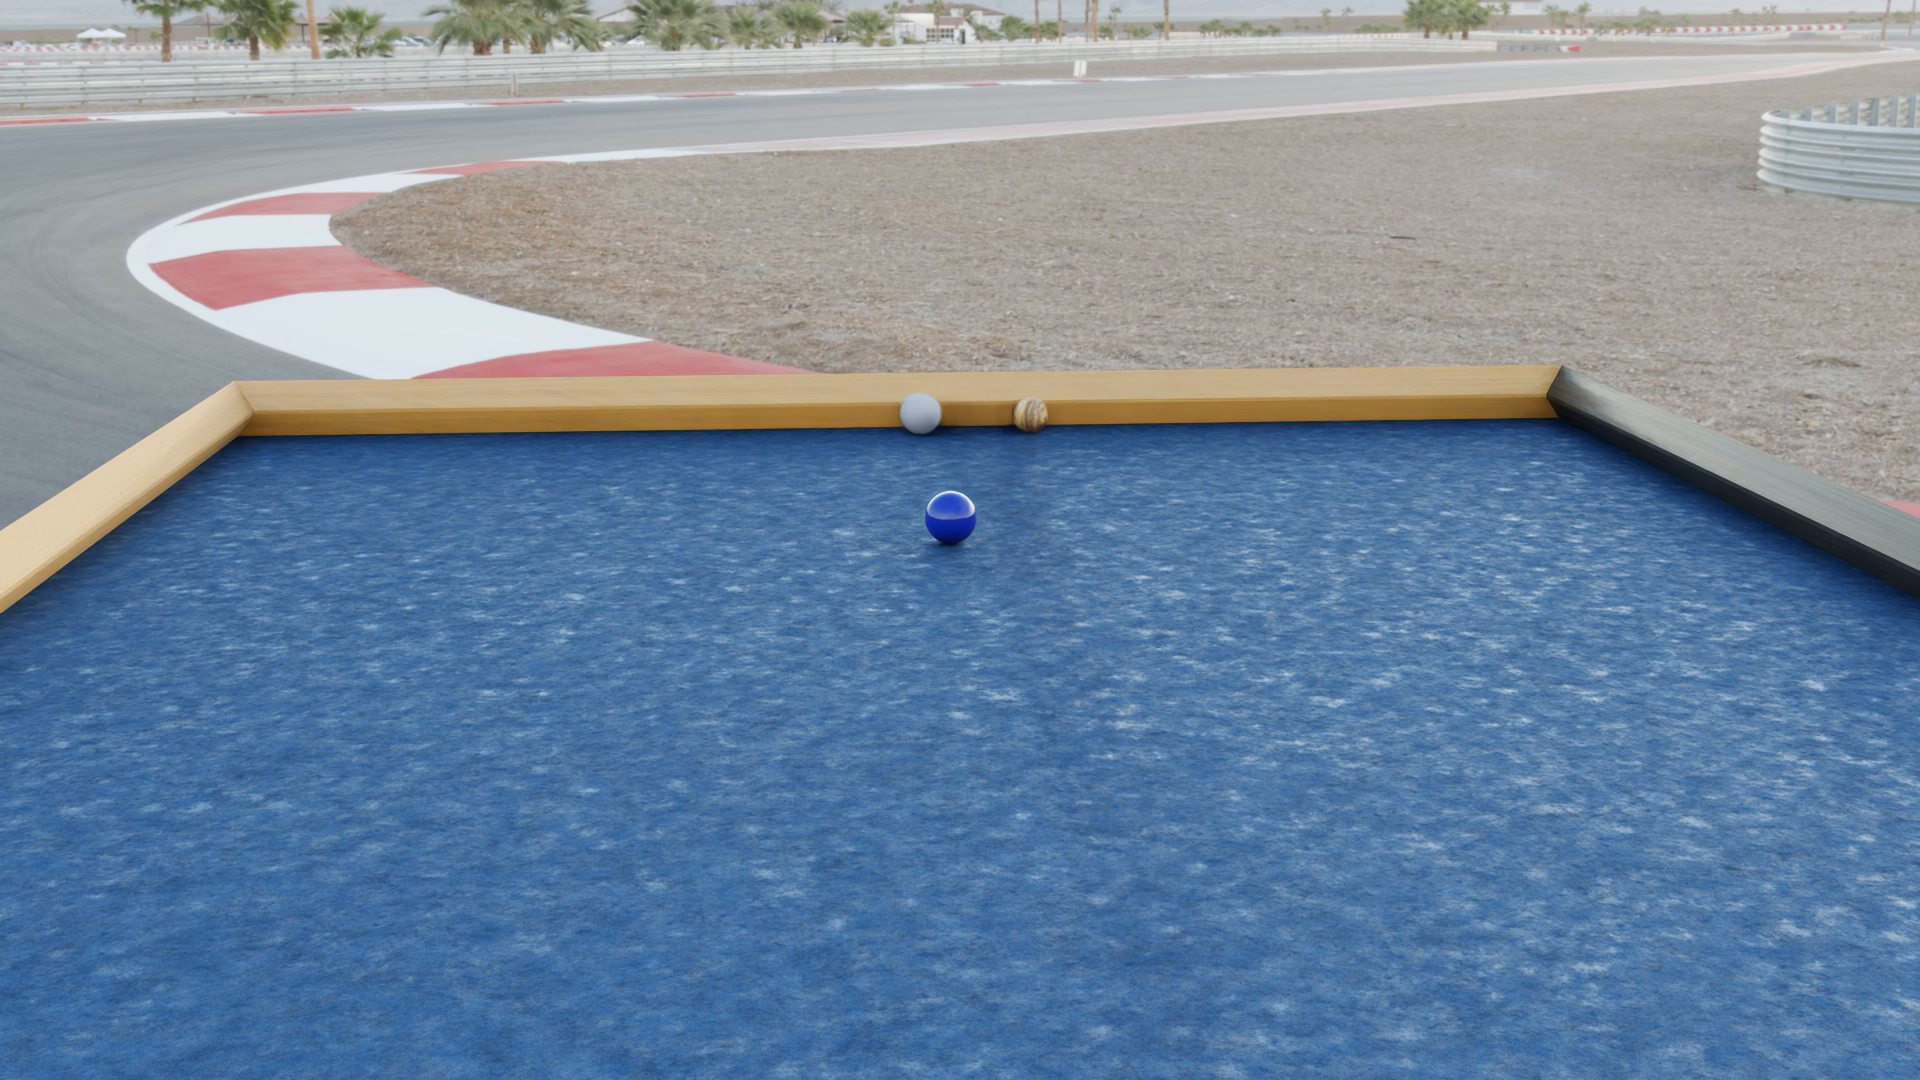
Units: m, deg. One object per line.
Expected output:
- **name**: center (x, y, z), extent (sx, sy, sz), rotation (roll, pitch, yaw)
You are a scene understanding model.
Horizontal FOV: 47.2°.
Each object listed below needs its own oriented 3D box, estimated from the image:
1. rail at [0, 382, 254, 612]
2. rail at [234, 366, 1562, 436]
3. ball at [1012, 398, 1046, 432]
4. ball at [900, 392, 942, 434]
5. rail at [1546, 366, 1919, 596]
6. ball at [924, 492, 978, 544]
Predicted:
- **rail**: center (-1.150, 0.259, 1.923), extent (0.045, 0.102, 4.483), rotation (-1, 13, -4)
- **rail**: center (-0.087, -0.263, 4.173), extent (2.533, 0.102, 0.045), rotation (-1, 13, -4)
- **ball**: center (0.130, -0.236, 4.140), extent (0.066, 0.066, 0.066), rotation (0, 13, 0)
- **ball**: center (-0.073, -0.237, 4.118), extent (0.079, 0.079, 0.079), rotation (0, 13, 0)
- **rail**: center (1.328, 0.215, 2.115), extent (0.045, 0.102, 4.483), rotation (-1, 13, -4)
- **ball**: center (-0.014, -0.033, 3.241), extent (0.078, 0.078, 0.078), rotation (0, 13, 0)
